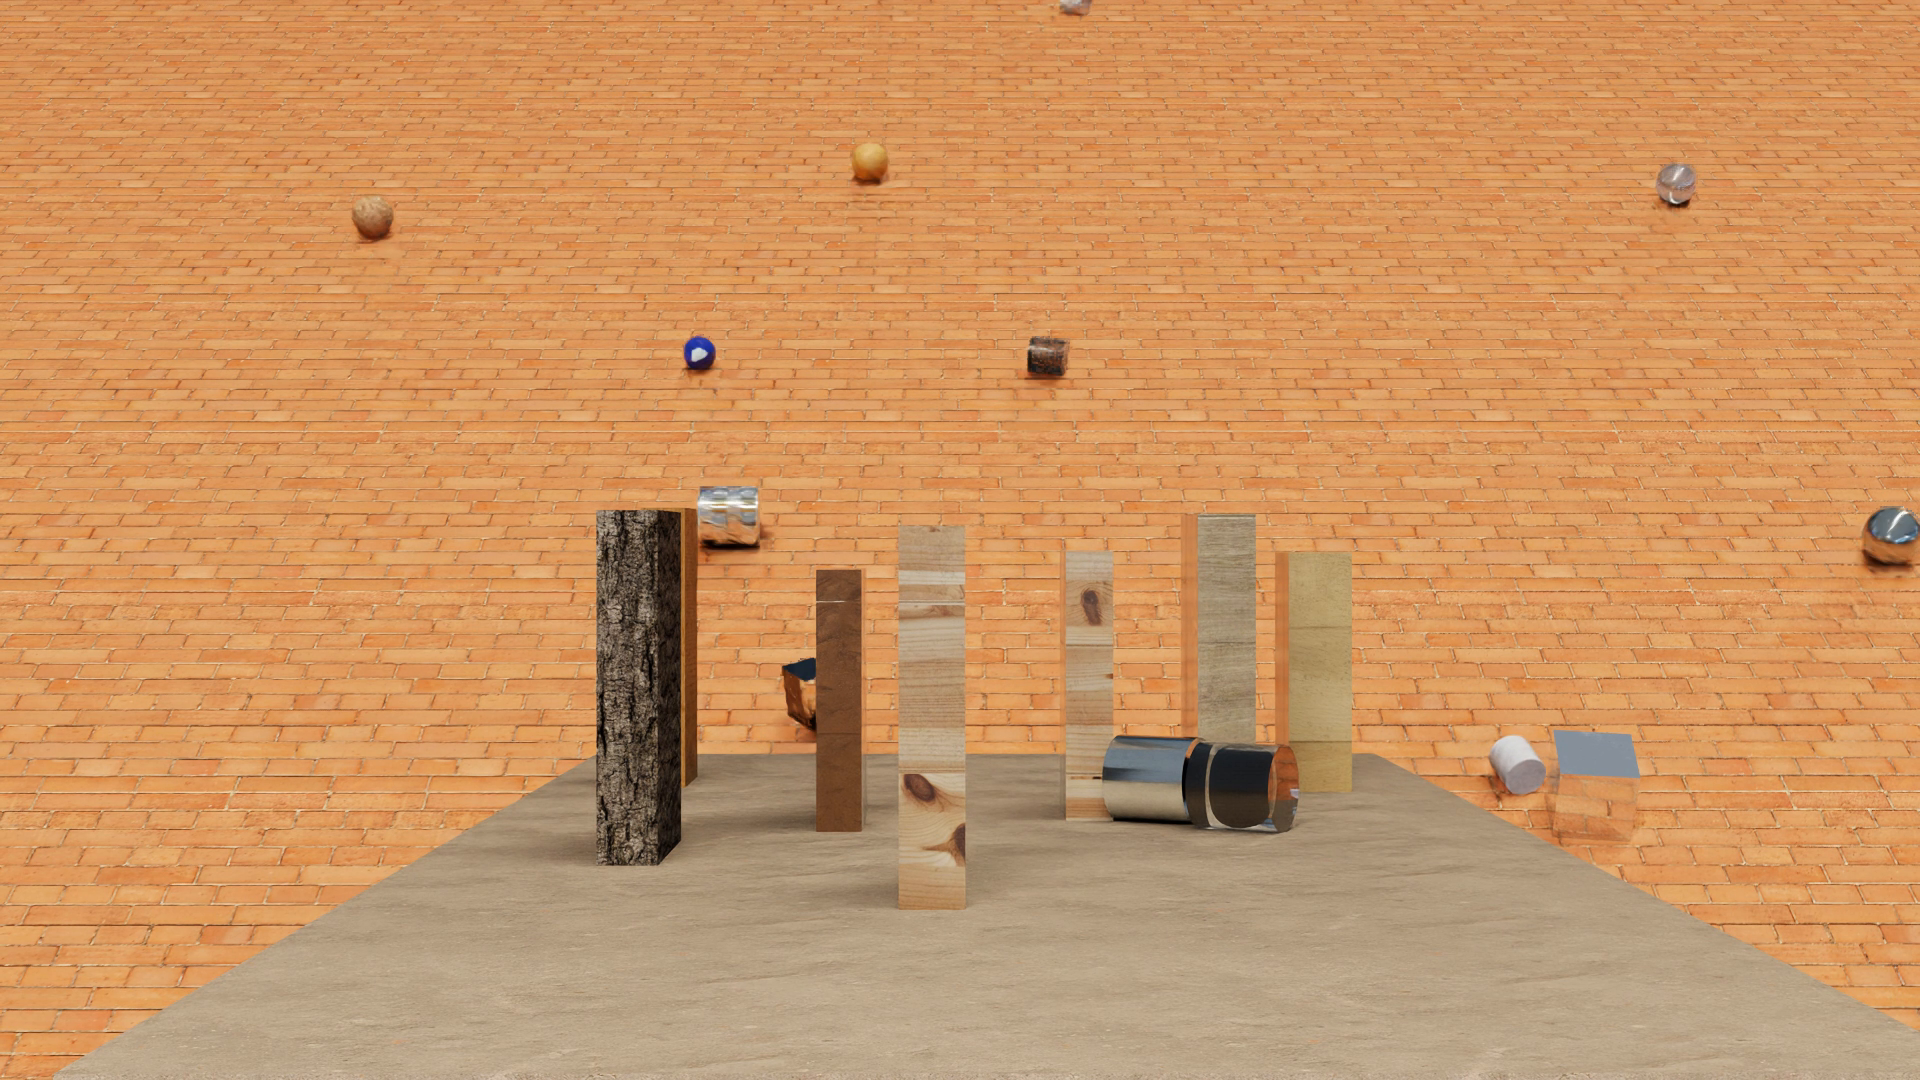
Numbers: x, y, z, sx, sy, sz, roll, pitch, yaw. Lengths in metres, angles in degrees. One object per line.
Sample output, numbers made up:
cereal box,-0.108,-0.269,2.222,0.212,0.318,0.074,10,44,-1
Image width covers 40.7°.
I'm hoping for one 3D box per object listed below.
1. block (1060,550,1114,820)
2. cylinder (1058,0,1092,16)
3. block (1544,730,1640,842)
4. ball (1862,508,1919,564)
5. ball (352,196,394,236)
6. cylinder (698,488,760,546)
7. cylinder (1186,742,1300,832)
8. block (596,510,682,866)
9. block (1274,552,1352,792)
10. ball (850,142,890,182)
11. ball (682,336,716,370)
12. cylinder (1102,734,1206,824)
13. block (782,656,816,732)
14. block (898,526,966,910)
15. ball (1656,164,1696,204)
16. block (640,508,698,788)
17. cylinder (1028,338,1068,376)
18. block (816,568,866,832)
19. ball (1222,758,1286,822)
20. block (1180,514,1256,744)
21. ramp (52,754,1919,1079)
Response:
block,0.253,0.285,5.201,0.093,0.527,0.292,0,0,0
cylinder,0.533,-2.495,11.985,0.114,0.114,0.114,14,33,23
block,1.590,0.618,6.517,0.194,0.194,0.194,3,30,5
ball,2.748,-0.012,7.633,0.169,0.169,0.169,0,30,0
ball,-2.211,-1.220,9.739,0.154,0.154,0.154,0,30,0
cylinder,-0.688,-0.068,7.725,0.174,0.174,0.174,-1,30,-2
cylinder,0.534,0.466,4.890,0.165,0.165,0.165,0,27,28
block,-0.561,0.249,4.544,0.103,0.599,0.371,0,0,0
block,0.785,0.288,5.757,0.137,0.521,0.247,0,0,0
ball,-0.355,-1.493,10.214,0.151,0.151,0.151,0,30,0
ball,-0.882,-0.633,8.763,0.113,0.113,0.113,0,30,0
cylinder,0.388,0.465,5.043,0.167,0.167,0.167,0,27,28
block,-0.373,0.405,6.910,0.143,0.143,0.143,-16,21,-26
block,-0.042,0.264,3.981,0.099,0.569,0.287,0,0,0
ball,2.772,-1.379,10.016,0.152,0.152,0.152,0,30,0
block,-0.659,0.239,5.875,0.098,0.621,0.267,0,0,0
cylinder,0.297,-0.620,8.735,0.117,0.117,0.117,6,31,10
block,-0.228,0.302,5.006,0.085,0.493,0.284,0,0,0
ball,0.571,0.486,5.033,0.125,0.125,0.125,0,30,0
block,0.525,0.248,5.287,0.115,0.600,0.384,0,0,0
ramp,0.067,0.598,4.657,2.000,0.100,4.000,0,0,0
